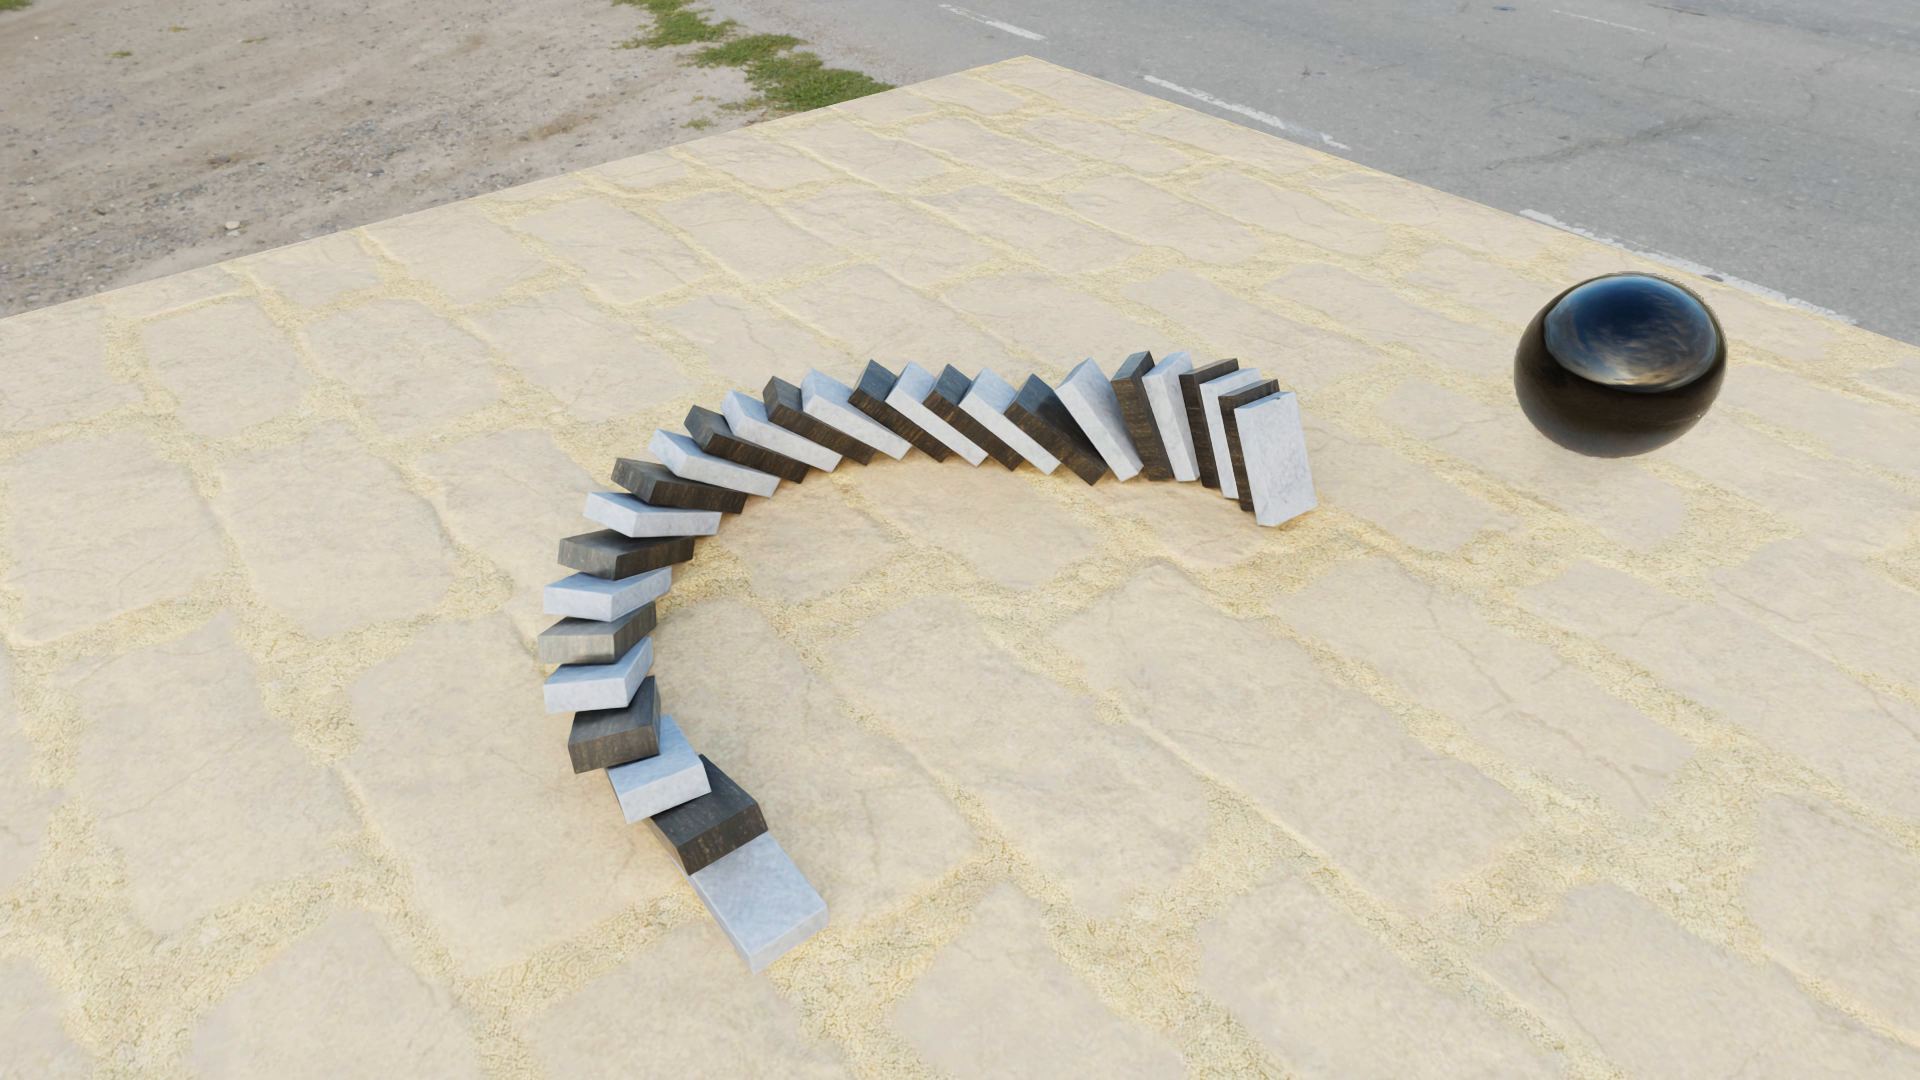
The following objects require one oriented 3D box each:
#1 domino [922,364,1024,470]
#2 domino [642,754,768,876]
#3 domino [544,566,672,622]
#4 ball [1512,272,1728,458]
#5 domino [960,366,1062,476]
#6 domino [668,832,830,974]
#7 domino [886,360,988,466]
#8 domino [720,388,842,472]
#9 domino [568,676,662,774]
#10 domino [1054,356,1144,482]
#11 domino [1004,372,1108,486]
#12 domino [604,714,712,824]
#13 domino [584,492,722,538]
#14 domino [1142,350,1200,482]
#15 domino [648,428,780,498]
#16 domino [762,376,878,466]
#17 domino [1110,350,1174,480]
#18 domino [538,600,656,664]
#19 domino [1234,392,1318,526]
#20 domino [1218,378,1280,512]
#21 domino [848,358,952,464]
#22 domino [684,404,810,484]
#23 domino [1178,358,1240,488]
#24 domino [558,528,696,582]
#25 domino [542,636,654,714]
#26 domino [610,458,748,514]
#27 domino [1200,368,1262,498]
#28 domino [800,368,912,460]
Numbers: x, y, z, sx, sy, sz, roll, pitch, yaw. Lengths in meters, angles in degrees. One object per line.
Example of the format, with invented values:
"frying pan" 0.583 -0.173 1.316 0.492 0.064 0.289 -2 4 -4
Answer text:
"domino" 0.009 -0.055 0.489 0.050 0.010 0.025 36 38 -11
"domino" -0.079 0.080 0.327 0.025 0.010 0.050 -26 19 -26
"domino" -0.128 0.018 0.403 0.025 0.009 0.050 6 11 8
"ball" 0.286 -0.076 0.480 0.080 0.080 0.080 0 39 0
"domino" 0.025 -0.053 0.486 0.050 0.010 0.025 37 38 -9
"domino" -0.063 0.099 0.322 0.025 0.010 0.050 -27 47 -29
"domino" -0.007 -0.057 0.492 0.050 0.010 0.025 35 39 -12
"domino" -0.078 -0.047 0.478 0.050 0.009 0.025 21 22 -38
"domino" -0.110 0.058 0.354 0.025 0.009 0.050 -12 14 -12
"domino" 0.064 -0.053 0.481 0.010 0.050 0.025 -28 16 42
"domino" 0.045 -0.049 0.482 0.050 0.009 0.025 38 43 -7
"domino" -0.096 0.070 0.341 0.025 0.010 0.050 -19 16 -22
"domino" -0.121 -0.010 0.435 0.025 0.010 0.050 21 10 24
"domino" 0.097 -0.054 0.478 0.010 0.050 0.025 -2 29 44
"domino" -0.102 -0.032 0.460 0.025 0.010 0.050 37 15 36
"domino" -0.062 -0.052 0.485 0.050 0.010 0.025 24 26 -31
"domino" 0.082 -0.054 0.478 0.010 0.050 0.025 -7 30 36
"domino" -0.126 0.032 0.386 0.025 0.010 0.050 -1 10 0
"domino" 0.131 -0.034 0.454 0.025 0.050 0.010 -22 15 -24
"domino" 0.126 -0.040 0.461 0.025 0.050 0.009 -22 15 -24
"domino" -0.024 -0.058 0.493 0.050 0.010 0.025 32 38 -14
"domino" -0.091 -0.041 0.471 0.050 0.009 0.025 18 21 -44
"domino" 0.112 -0.051 0.475 0.025 0.050 0.010 -22 15 -24
"domino" -0.127 0.004 0.421 0.025 0.010 0.050 15 13 17
"domino" -0.121 0.045 0.371 0.025 0.010 0.050 -4 11 -5
"domino" -0.114 -0.022 0.448 0.025 0.010 0.050 27 11 31
"domino" 0.120 -0.046 0.468 0.025 0.050 0.009 -22 15 -24
"domino" -0.046 -0.056 0.489 0.050 0.009 0.025 26 27 -27
